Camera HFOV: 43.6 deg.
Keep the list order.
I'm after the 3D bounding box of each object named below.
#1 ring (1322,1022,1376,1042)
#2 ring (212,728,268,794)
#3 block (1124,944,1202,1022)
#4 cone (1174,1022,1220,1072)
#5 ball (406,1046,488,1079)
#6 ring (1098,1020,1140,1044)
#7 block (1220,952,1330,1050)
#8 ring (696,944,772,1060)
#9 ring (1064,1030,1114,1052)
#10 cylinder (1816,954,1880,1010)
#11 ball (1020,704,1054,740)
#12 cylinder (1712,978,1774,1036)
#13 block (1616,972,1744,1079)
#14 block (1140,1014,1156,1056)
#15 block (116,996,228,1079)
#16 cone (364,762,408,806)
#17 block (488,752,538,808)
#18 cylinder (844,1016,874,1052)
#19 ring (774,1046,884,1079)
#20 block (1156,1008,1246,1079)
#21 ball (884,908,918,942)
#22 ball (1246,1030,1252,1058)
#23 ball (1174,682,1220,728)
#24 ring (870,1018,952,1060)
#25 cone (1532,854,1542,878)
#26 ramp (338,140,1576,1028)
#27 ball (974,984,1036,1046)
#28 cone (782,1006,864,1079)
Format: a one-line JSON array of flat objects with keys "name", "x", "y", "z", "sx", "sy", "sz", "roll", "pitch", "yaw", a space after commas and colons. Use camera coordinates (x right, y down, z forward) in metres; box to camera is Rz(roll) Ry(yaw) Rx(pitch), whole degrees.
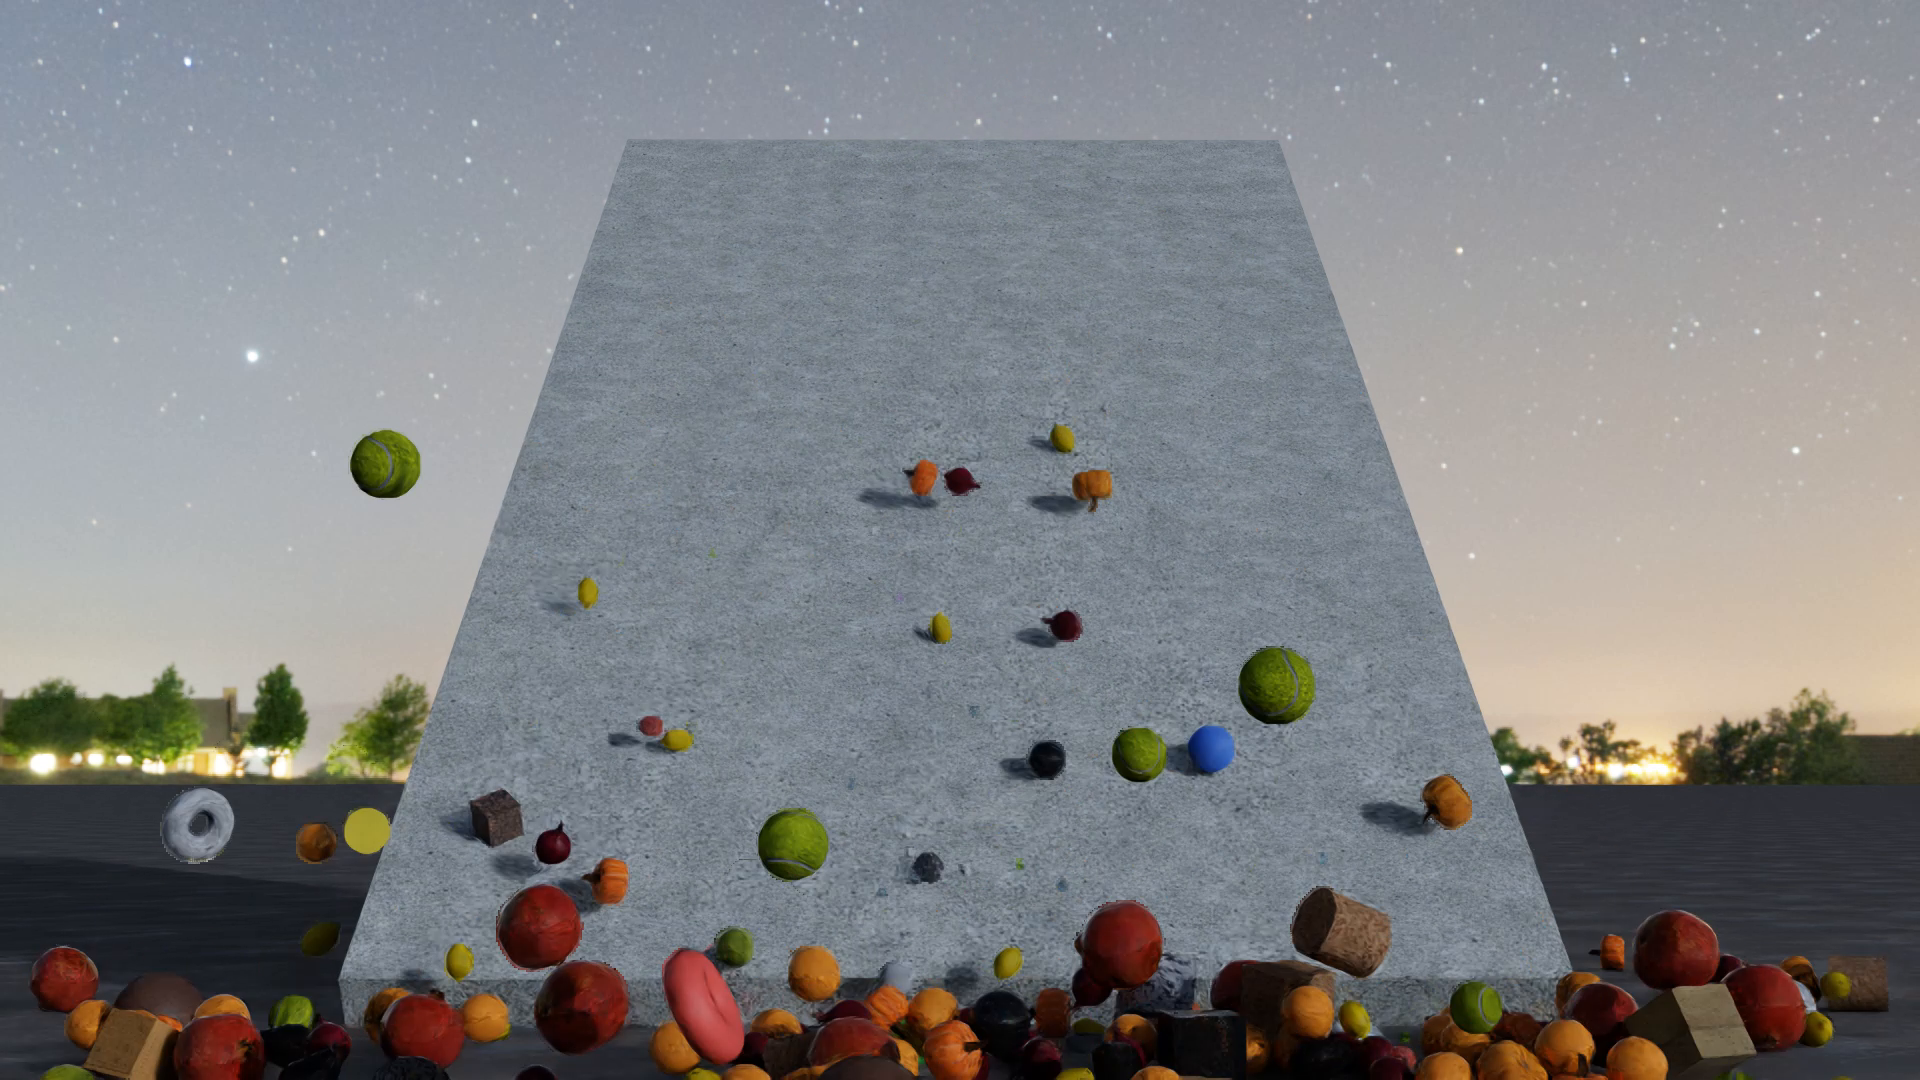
[{"name": "ring", "x": 0.599, "y": 0.758, "z": 3.700, "sx": 0.081, "sy": 0.027, "sz": 0.081, "roll": 2, "pitch": -14, "yaw": 1}, {"name": "ring", "x": -1.220, "y": 0.374, "z": 4.066, "sx": 0.121, "sy": 0.121, "sz": 0.040, "roll": -6, "pitch": -38, "yaw": 46}, {"name": "block", "x": 0.306, "y": 0.680, "z": 3.642, "sx": 0.093, "sy": 0.093, "sz": 0.093, "roll": 11, "pitch": -26, "yaw": -2}, {"name": "cone", "x": 0.315, "y": 0.723, "z": 3.355, "sx": 0.074, "sy": 0.074, "sz": 0.074, "roll": 3, "pitch": -33, "yaw": -25}, {"name": "ball", "x": -0.593, "y": 0.634, "z": 2.775, "sx": 0.096, "sy": 0.096, "sz": 0.096, "roll": 0, "pitch": -6, "yaw": 0}, {"name": "ring", "x": 0.256, "y": 0.759, "z": 3.707, "sx": 0.092, "sy": 0.031, "sz": 0.092, "roll": 1, "pitch": -6, "yaw": 0}, {"name": "block", "x": 0.451, "y": 0.661, "z": 3.444, "sx": 0.092, "sy": 0.092, "sz": 0.092, "roll": -30, "pitch": 1, "yaw": -38}, {"name": "ring", "x": -0.257, "y": 0.528, "z": 2.746, "sx": 0.045, "sy": 0.135, "sz": 0.135, "roll": -19, "pitch": -11, "yaw": 16}, {"name": "ring", "x": 0.193, "y": 0.751, "z": 3.596, "sx": 0.077, "sy": 0.026, "sz": 0.077, "roll": -1, "pitch": -6, "yaw": 0}, {"name": "cylinder", "x": 1.562, "y": 0.778, "z": 4.225, "sx": 0.095, "sy": 0.095, "sz": 0.095, "roll": -1, "pitch": -6, "yaw": 15}, {"name": "ball", "x": 0.144, "y": 0.340, "z": 4.479, "sx": 0.066, "sy": 0.066, "sz": 0.066, "roll": 0, "pitch": -6, "yaw": 0}, {"name": "cylinder", "x": 1.219, "y": 0.737, "z": 3.784, "sx": 0.087, "sy": 0.087, "sz": 0.087, "roll": 2, "pitch": -6, "yaw": -23}, {"name": "block", "x": 0.951, "y": 0.646, "z": 3.174, "sx": 0.099, "sy": 0.099, "sz": 0.099, "roll": 10, "pitch": 31, "yaw": -20}, {"name": "block", "x": 0.300, "y": 0.733, "z": 3.557, "sx": 0.054, "sy": 0.054, "sz": 0.054, "roll": 1, "pitch": -6, "yaw": -7}, {"name": "block", "x": -1.010, "y": 0.649, "z": 3.083, "sx": 0.080, "sy": 0.080, "sz": 0.080, "roll": 9, "pitch": -43, "yaw": 34}, {"name": "cone", "x": -1.023, "y": 0.435, "z": 4.337, "sx": 0.080, "sy": 0.080, "sz": 0.080, "roll": -1, "pitch": 4, "yaw": 7}, {"name": "block", "x": -0.802, "y": 0.431, "z": 4.310, "sx": 0.064, "sy": 0.064, "sz": 0.064, "roll": -18, "pitch": 34, "yaw": -30}, {"name": "cylinder", "x": -0.165, "y": 0.711, "z": 3.405, "sx": 0.063, "sy": 0.063, "sz": 0.063, "roll": -4, "pitch": 2, "yaw": 37}, {"name": "ring", "x": -0.173, "y": 0.698, "z": 3.175, "sx": 0.144, "sy": 0.048, "sz": 0.144, "roll": 1, "pitch": -6, "yaw": 0}, {"name": "block", "x": 0.319, "y": 0.674, "z": 3.182, "sx": 0.096, "sy": 0.096, "sz": 0.096, "roll": 1, "pitch": -6, "yaw": -10}, {"name": "ball", "x": -0.096, "y": 0.635, "z": 3.955, "sx": 0.056, "sy": 0.056, "sz": 0.056, "roll": 0, "pitch": -6, "yaw": 0}, {"name": "ball", "x": 0.391, "y": 0.720, "z": 3.429, "sx": 0.055, "sy": 0.055, "sz": 0.055, "roll": 0, "pitch": -6, "yaw": 0}, {"name": "ball", "x": 0.446, "y": 0.310, "z": 4.514, "sx": 0.085, "sy": 0.085, "sz": 0.085, "roll": 0, "pitch": -6, "yaw": 0}, {"name": "ring", "x": -0.085, "y": 0.731, "z": 3.512, "sx": 0.146, "sy": 0.049, "sz": 0.146, "roll": -2, "pitch": -2, "yaw": 0}, {"name": "cone", "x": 1.121, "y": 0.635, "z": 4.743, "sx": 0.073, "sy": 0.073, "sz": 0.073, "roll": -3, "pitch": 25, "yaw": 31}, {"name": "ramp", "x": -0.012, "y": -0.217, "z": 5.653, "sx": 2.000, "sy": 0.100, "sz": 4.000, "roll": 0, "pitch": 29, "yaw": 0}, {"name": "ball", "x": 0.061, "y": 0.638, "z": 3.229, "sx": 0.084, "sy": 0.084, "sz": 0.084, "roll": 0, "pitch": -6, "yaw": 0}, {"name": "cone", "x": -0.161, "y": 0.623, "z": 3.068, "sx": 0.095, "sy": 0.095, "sz": 0.095, "roll": -35, "pitch": -9, "yaw": 4}]
